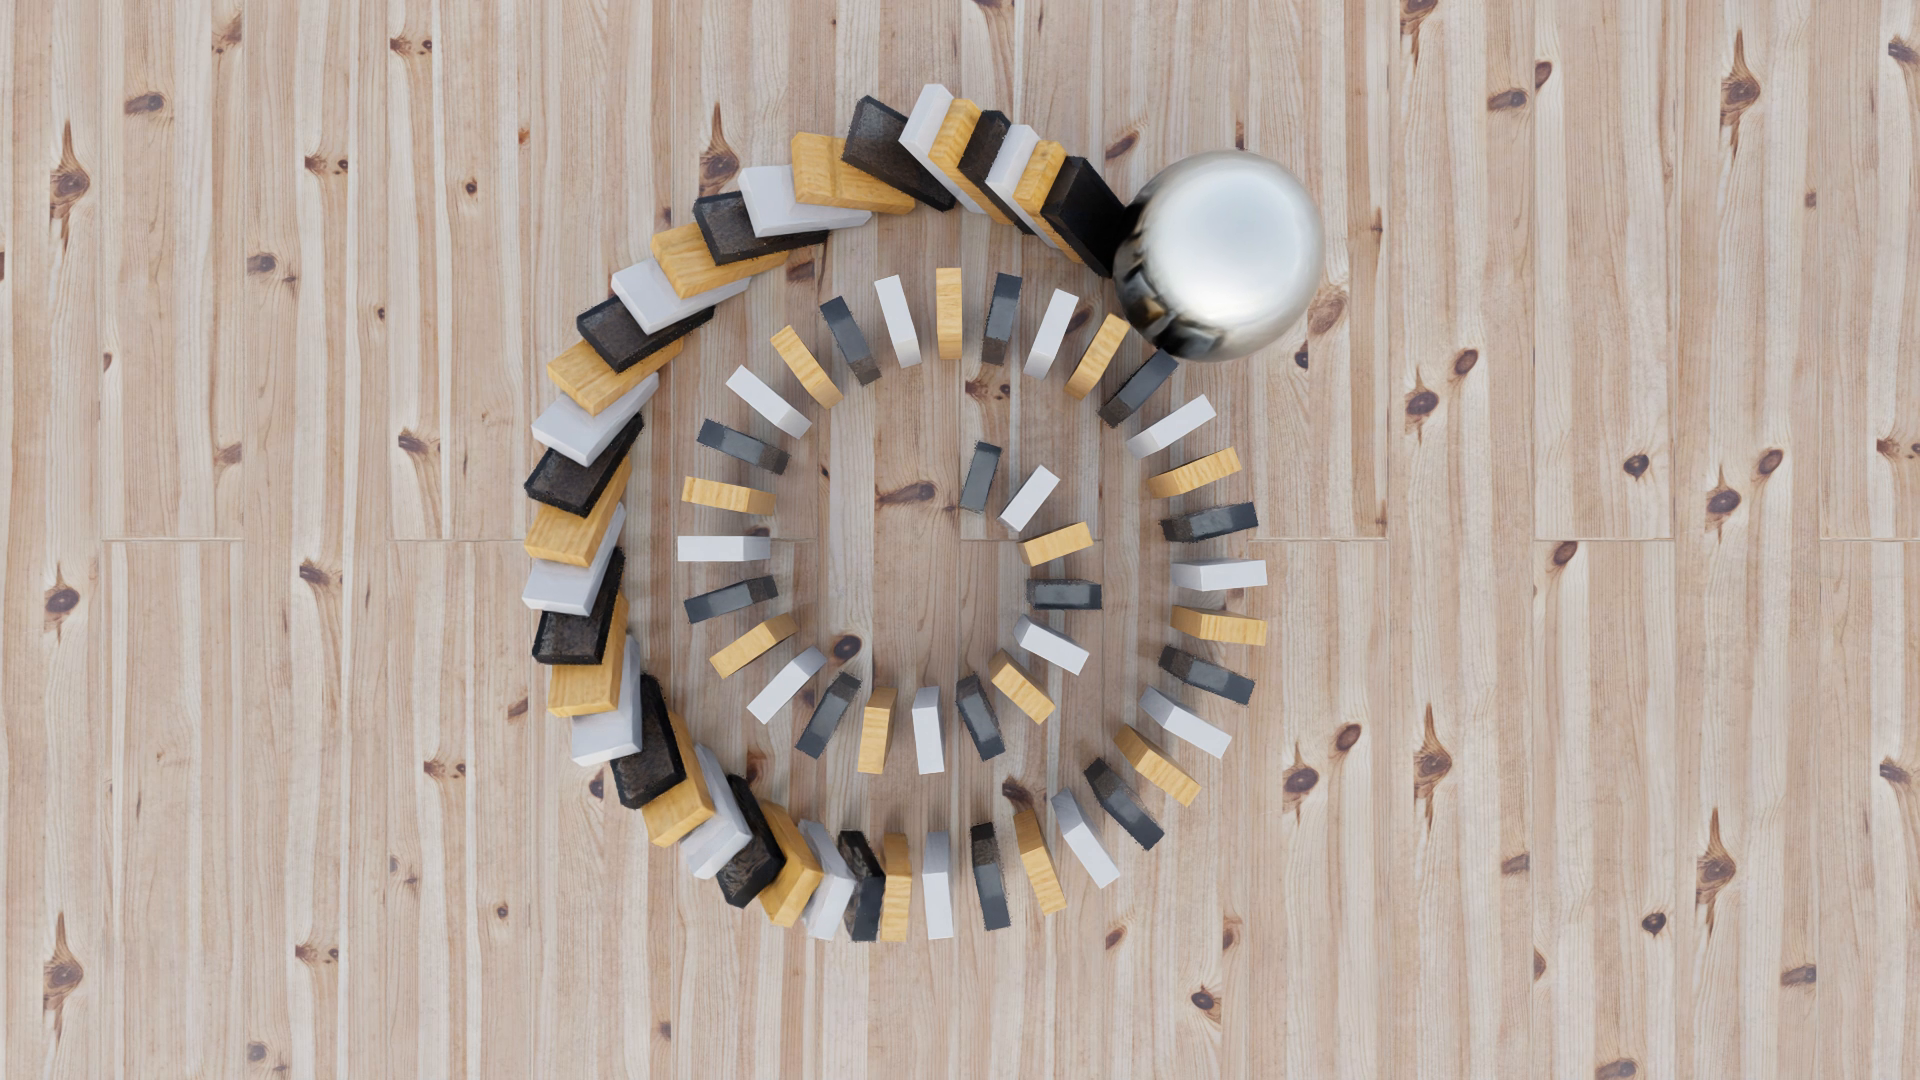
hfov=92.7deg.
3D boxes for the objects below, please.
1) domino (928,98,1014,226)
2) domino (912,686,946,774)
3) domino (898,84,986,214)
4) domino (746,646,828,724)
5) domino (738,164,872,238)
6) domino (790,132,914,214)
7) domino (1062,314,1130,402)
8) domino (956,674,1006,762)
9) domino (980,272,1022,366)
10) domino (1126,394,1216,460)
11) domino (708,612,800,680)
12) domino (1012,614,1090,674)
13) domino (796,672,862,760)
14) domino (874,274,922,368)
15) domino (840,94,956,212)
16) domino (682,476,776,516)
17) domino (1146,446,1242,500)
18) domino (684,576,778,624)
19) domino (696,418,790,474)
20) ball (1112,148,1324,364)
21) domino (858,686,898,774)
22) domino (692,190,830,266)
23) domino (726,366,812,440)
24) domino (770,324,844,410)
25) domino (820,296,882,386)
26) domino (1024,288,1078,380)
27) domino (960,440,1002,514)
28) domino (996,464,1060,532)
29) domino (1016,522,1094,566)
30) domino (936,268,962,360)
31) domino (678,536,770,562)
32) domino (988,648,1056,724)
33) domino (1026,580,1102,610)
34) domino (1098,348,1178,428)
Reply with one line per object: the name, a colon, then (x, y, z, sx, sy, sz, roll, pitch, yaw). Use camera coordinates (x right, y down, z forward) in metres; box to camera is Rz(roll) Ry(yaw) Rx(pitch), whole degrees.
domino: (0.010, -0.155, 0.378, 0.009, 0.050, 0.025, 24, 90, 40)
domino: (-0.012, 0.077, 0.375, 0.009, 0.050, 0.025, -7, 90, 0)
domino: (-0.001, -0.160, 0.378, 0.009, 0.050, 0.025, 24, 88, 40)
domino: (-0.069, 0.058, 0.375, 0.009, 0.050, 0.025, 44, 90, 0)
domino: (-0.065, -0.143, 0.384, 0.050, 0.009, 0.025, -18, 90, -30)
domino: (-0.044, -0.153, 0.384, 0.050, 0.009, 0.025, -5, 90, -30)
domino: (0.055, -0.074, 0.375, 0.009, 0.050, 0.025, 30, 90, 0)
domino: (0.008, 0.071, 0.375, 0.010, 0.050, 0.025, -24, 90, 0)
domino: (0.017, -0.089, 0.375, 0.009, 0.050, 0.025, 13, 90, 0)
domino: (0.085, -0.045, 0.375, 0.025, 0.050, 0.009, -32, 90, 0)
domino: (-0.083, 0.042, 0.375, 0.025, 0.050, 0.010, -34, 90, 0)
domino: (0.036, 0.042, 0.375, 0.025, 0.050, 0.010, 27, 90, 0)
domino: (-0.053, 0.071, 0.375, 0.009, 0.050, 0.025, 28, 90, 0)
domino: (-0.025, -0.088, 0.375, 0.009, 0.050, 0.025, -17, 90, 0)
domino: (-0.022, -0.160, 0.383, 0.050, 0.010, 0.025, 17, 88, -31)
domino: (-0.093, -0.017, 0.375, 0.025, 0.050, 0.009, 11, 90, 0)
domino: (0.094, -0.027, 0.375, 0.025, 0.050, 0.010, -22, 90, 0)
domino: (-0.092, 0.024, 0.375, 0.025, 0.050, 0.009, -18, 90, 0)
domino: (-0.087, -0.037, 0.375, 0.025, 0.050, 0.009, 22, 90, 0)
ball: (0.100, -0.110, 0.360, 0.080, 0.080, 0.080, 0, 90, 0)
domino: (-0.033, 0.077, 0.375, 0.009, 0.050, 0.025, 7, 90, 0)
domino: (-0.083, -0.133, 0.384, 0.050, 0.010, 0.025, -24, 90, -29)
domino: (-0.077, -0.055, 0.375, 0.025, 0.050, 0.009, 40, 90, 0)
domino: (-0.062, -0.069, 0.375, 0.010, 0.050, 0.025, -36, 90, 0)
domino: (-0.044, -0.080, 0.375, 0.010, 0.050, 0.025, -27, 90, 0)
domino: (0.036, -0.083, 0.375, 0.009, 0.050, 0.025, 22, 90, 0)
domino: (0.008, -0.025, 0.375, 0.009, 0.050, 0.025, 17, 90, 0)
domino: (0.027, -0.016, 0.375, 0.009, 0.050, 0.025, 38, 90, 0)
domino: (0.038, 0.001, 0.375, 0.025, 0.050, 0.010, -20, 90, 0)
domino: (-0.004, -0.092, 0.375, 0.010, 0.050, 0.025, -1, 90, 0)
domino: (-0.095, 0.003, 0.375, 0.025, 0.050, 0.010, 0, 90, 0)
domino: (0.024, 0.059, 0.375, 0.025, 0.050, 0.009, 42, 90, 0)
domino: (0.042, 0.022, 0.375, 0.025, 0.050, 0.010, 0, 90, 0)
domino: (0.072, -0.061, 0.375, 0.010, 0.050, 0.025, 43, 90, 0)
